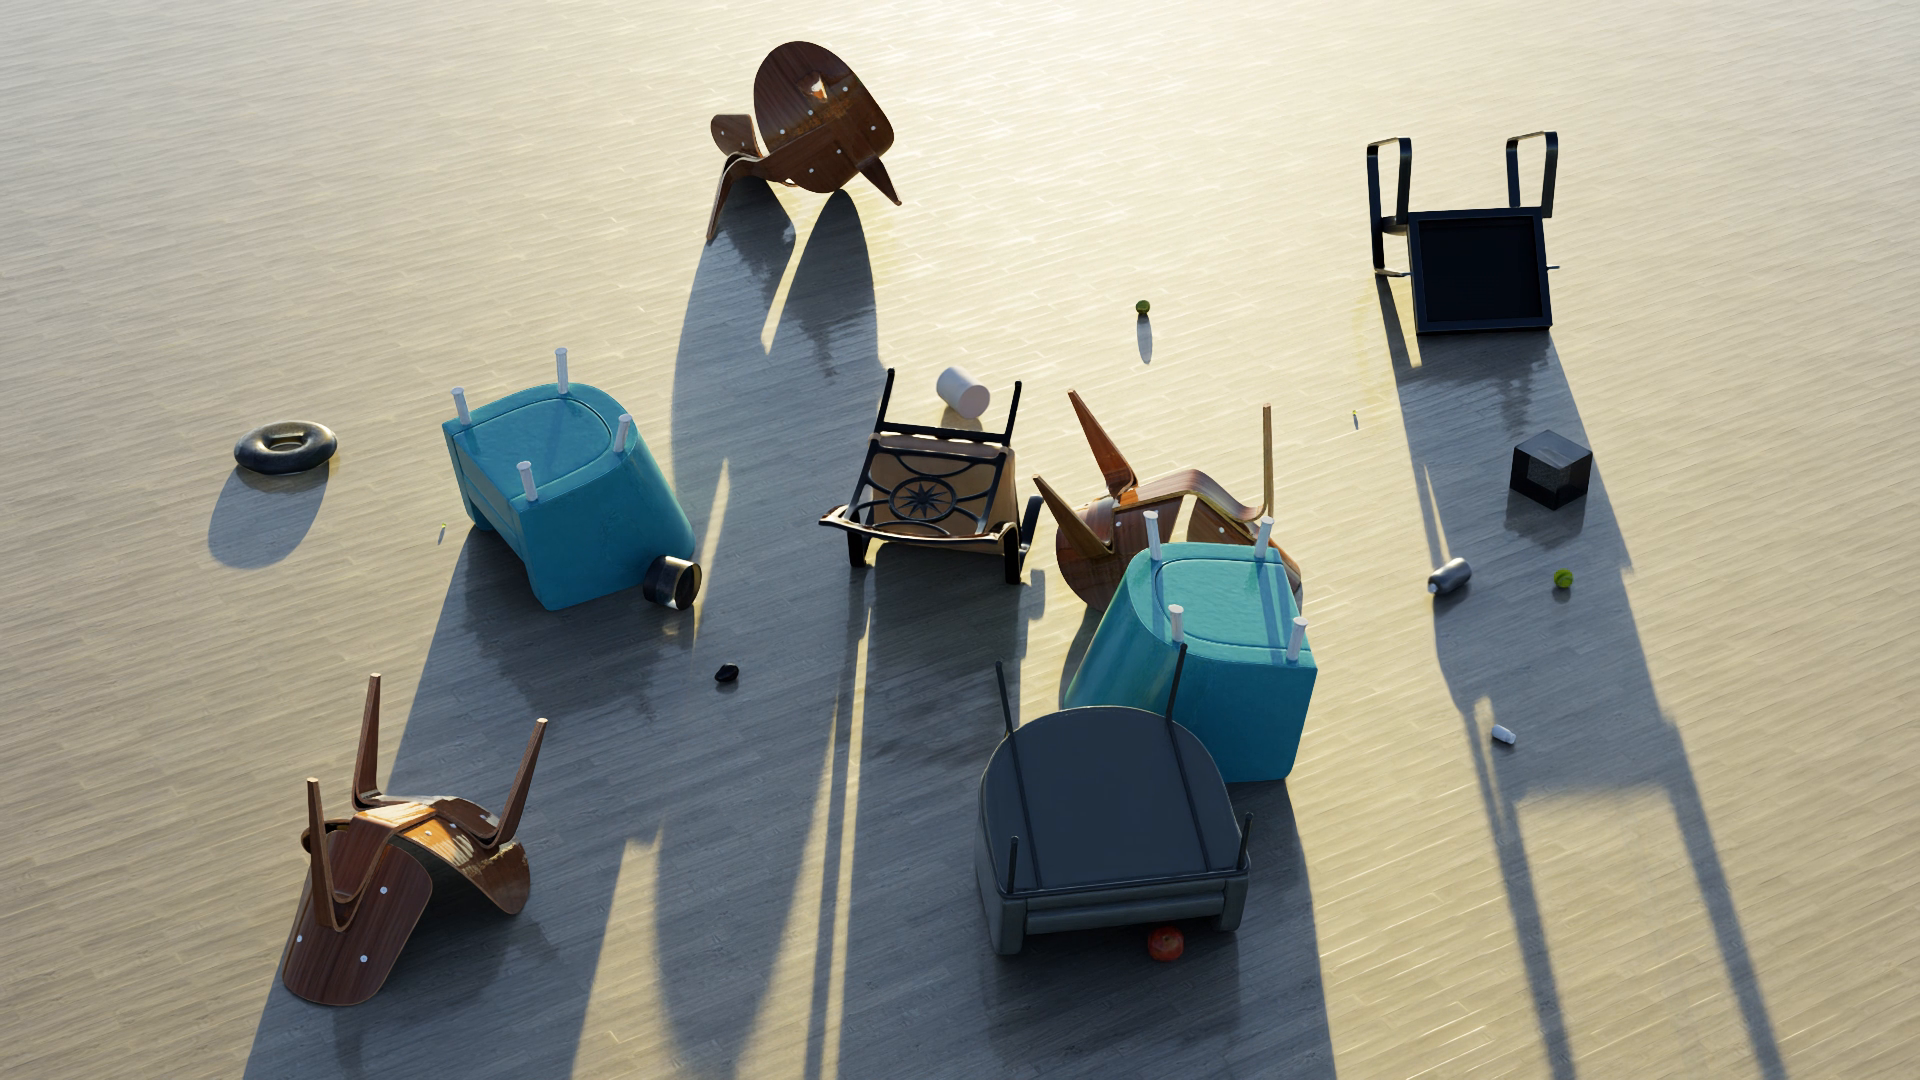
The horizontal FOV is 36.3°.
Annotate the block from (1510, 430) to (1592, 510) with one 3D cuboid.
[{"bbox_3d":[2.254,-0.267,11.183,0.197,0.183,0.219,-25,41,-33],"label":"block"}]

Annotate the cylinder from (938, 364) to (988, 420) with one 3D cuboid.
[{"bbox_3d":[0.012,-0.589,11.697,0.150,0.155,0.175,-22,52,-3],"label":"cylinder"}]

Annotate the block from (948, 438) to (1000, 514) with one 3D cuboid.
[{"bbox_3d":[0.056,-0.242,11.115,0.138,0.216,0.141,26,41,33],"label":"block"}]

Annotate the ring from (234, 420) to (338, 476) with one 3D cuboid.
[{"bbox_3d":[-2.625,-0.360,11.418,0.402,0.082,0.358,-4,33,-5],"label":"ring"}]

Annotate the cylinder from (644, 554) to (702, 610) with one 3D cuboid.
[{"bbox_3d":[-1.035,0.153,10.559,0.131,0.170,0.194,15,31,21],"label":"cylinder"}]
